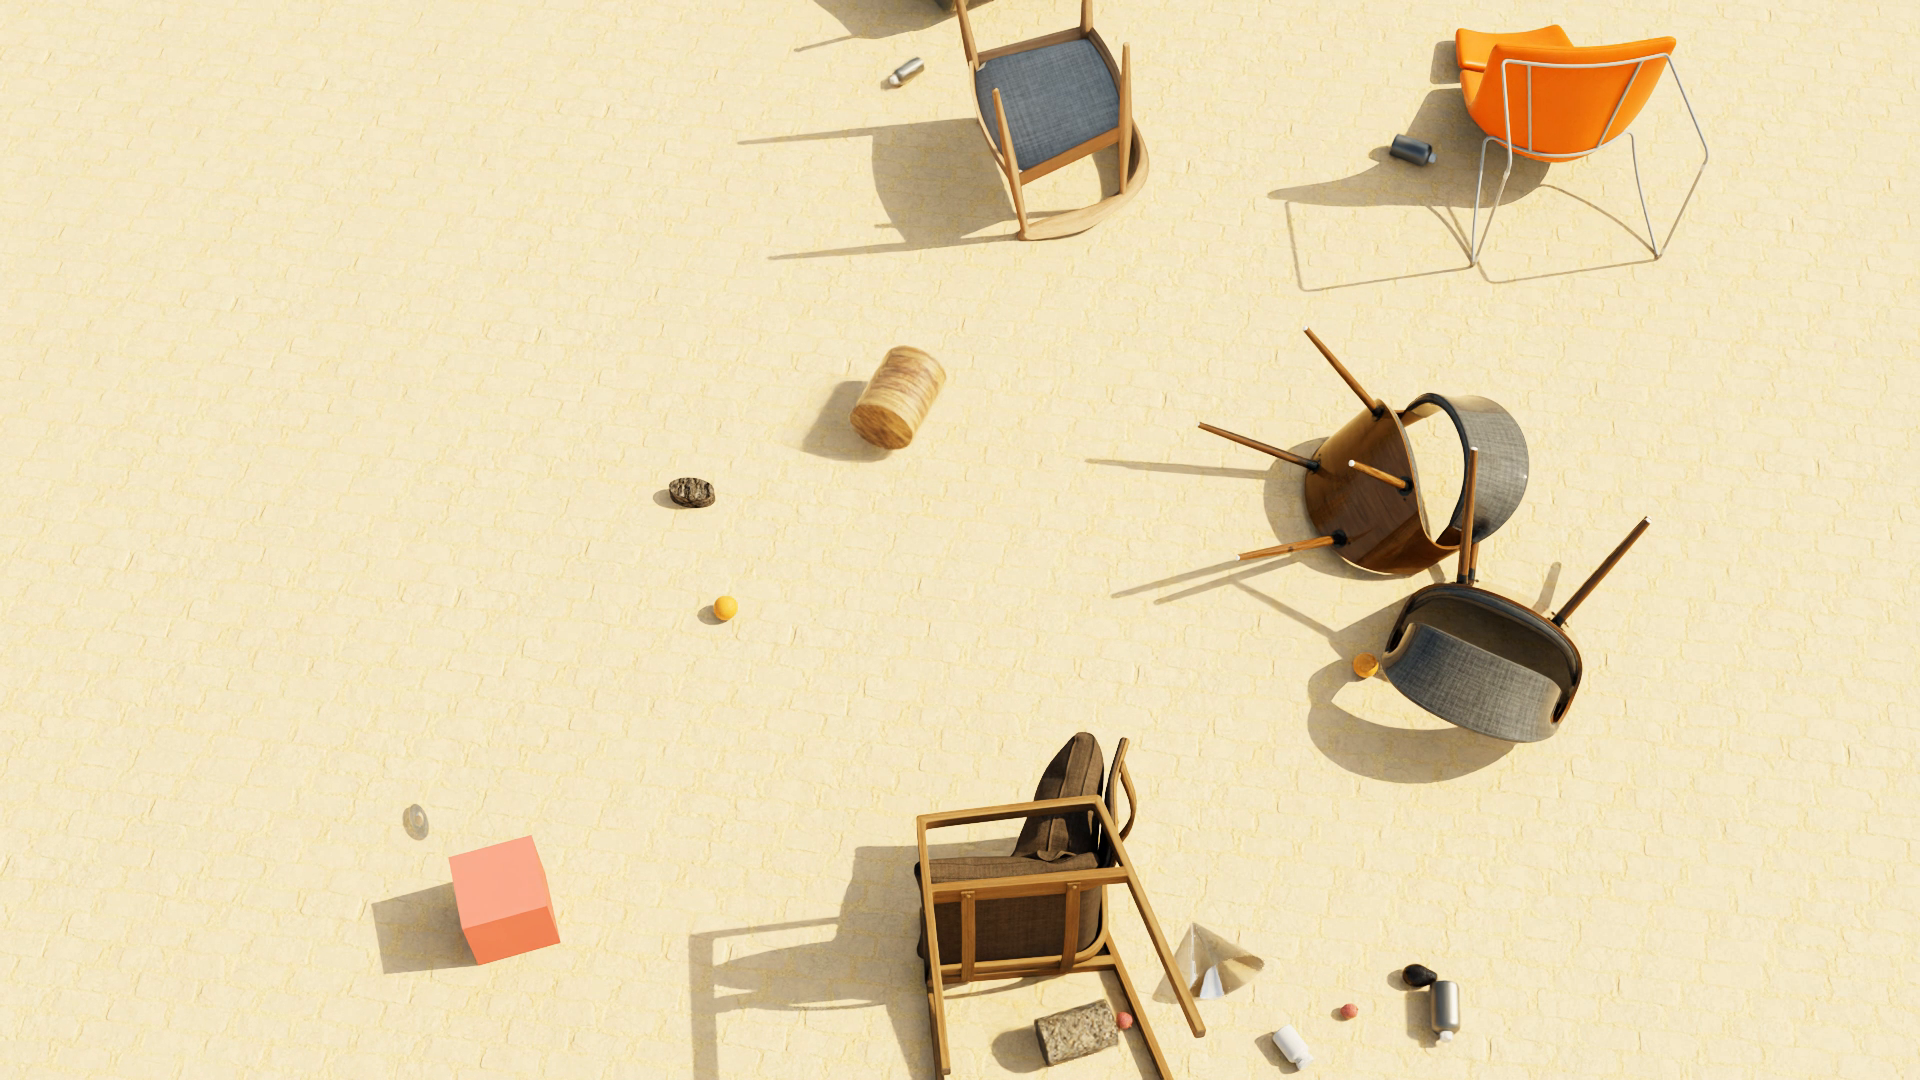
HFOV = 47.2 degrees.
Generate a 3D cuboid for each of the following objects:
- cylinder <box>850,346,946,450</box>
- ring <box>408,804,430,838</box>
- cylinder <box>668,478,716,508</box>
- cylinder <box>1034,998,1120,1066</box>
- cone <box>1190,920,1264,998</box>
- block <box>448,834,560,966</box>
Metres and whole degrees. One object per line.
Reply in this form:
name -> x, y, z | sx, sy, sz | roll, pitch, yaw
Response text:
cylinder -> -0.190, -0.437, 6.740 | 0.224, 0.197, 0.249 | -12, 41, 47
ring -> -1.486, 0.771, 6.040 | 0.049, 0.027, 0.111 | -19, 59, -14
cylinder -> -0.809, -0.142, 6.638 | 0.139, 0.052, 0.076 | 8, 56, 5
cylinder -> 0.300, 1.265, 5.654 | 0.189, 0.119, 0.121 | -14, 81, -10
cone -> 0.659, 1.079, 5.811 | 0.212, 0.135, 0.214 | -18, 40, -12
block -> -1.199, 0.950, 5.795 | 0.220, 0.235, 0.212 | -14, 57, -9
